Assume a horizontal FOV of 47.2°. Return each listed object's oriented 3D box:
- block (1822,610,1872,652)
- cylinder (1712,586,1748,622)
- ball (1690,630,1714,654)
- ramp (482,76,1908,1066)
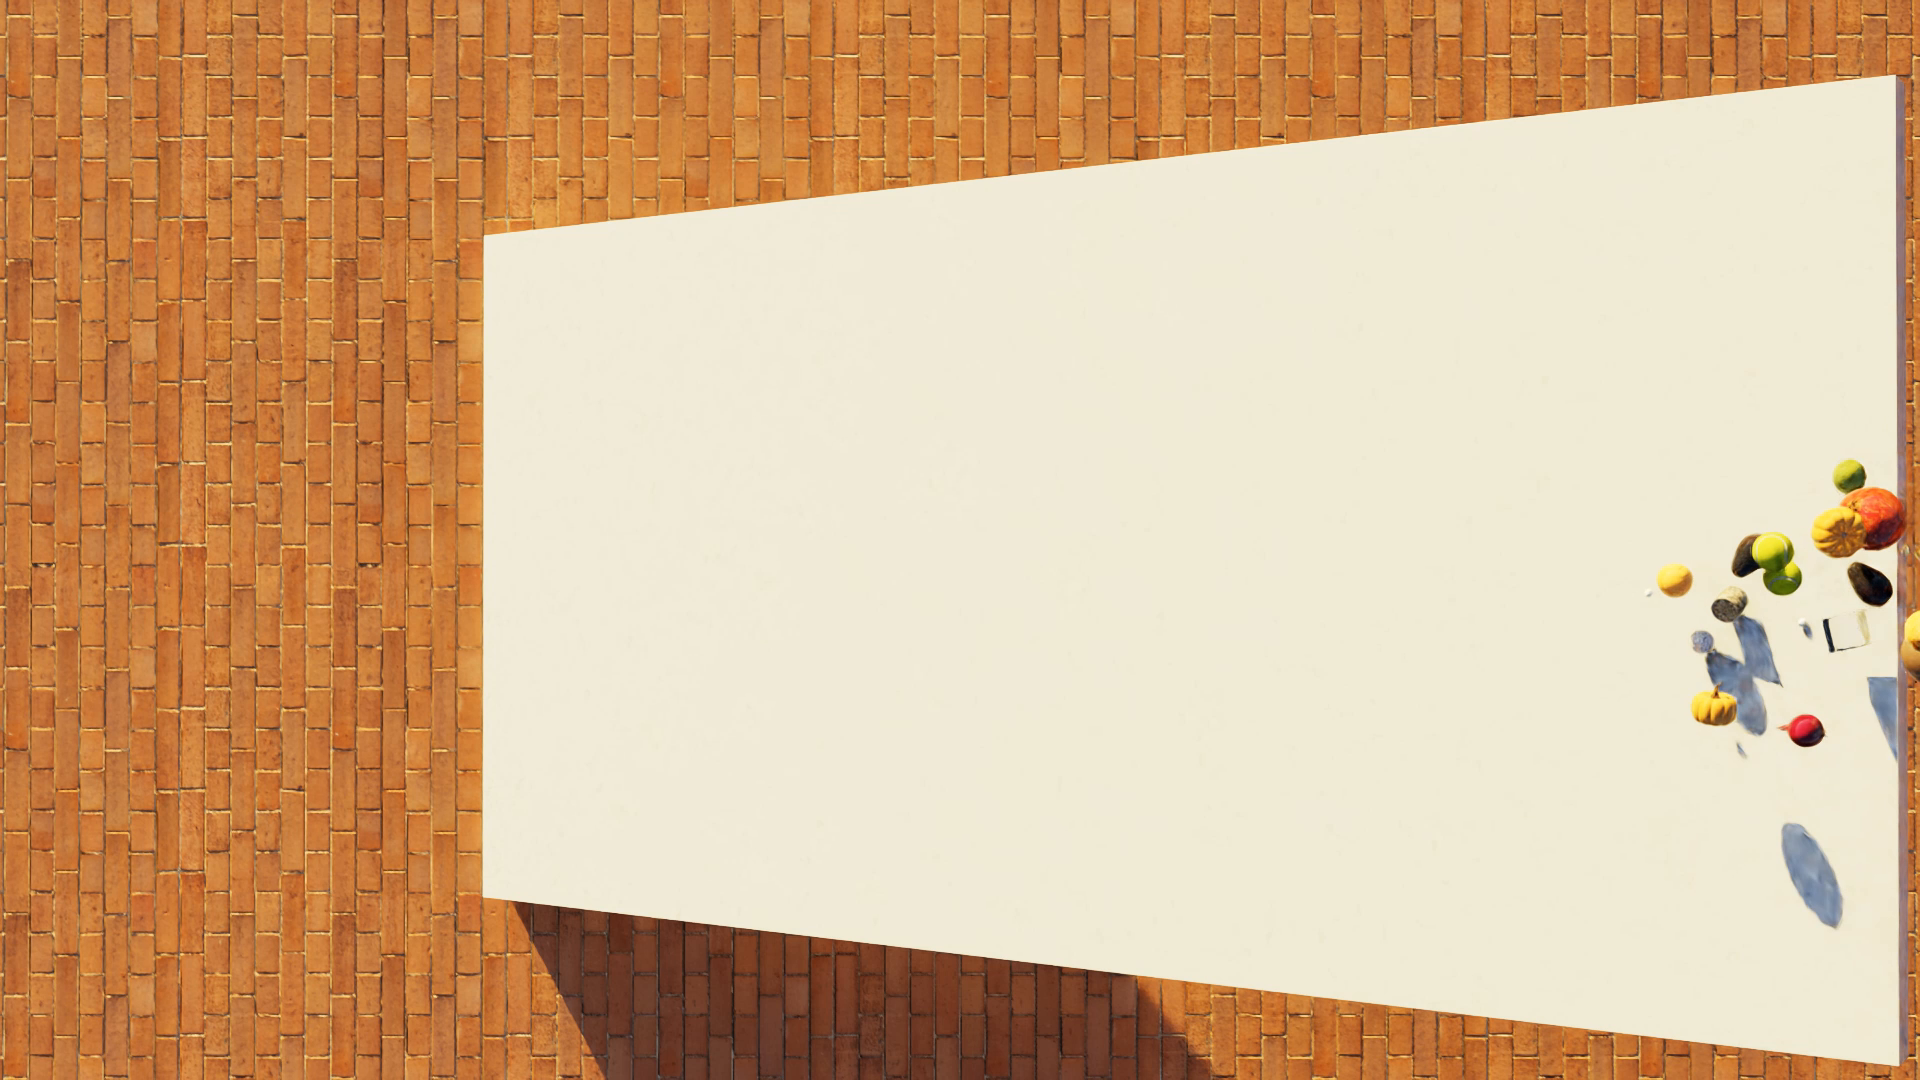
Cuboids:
[{"bbox_3d":[1.776,0.183,4.402,0.067,0.067,0.067,-15,86,36],"label":"block"},{"bbox_3d":[1.602,0.134,4.575,0.057,0.057,0.057,-36,89,-41],"label":"cylinder"},{"bbox_3d":[1.557,0.213,4.614,0.052,0.052,0.052,0,90,0],"label":"ball"},{"bbox_3d":[0.253,0.070,5.585,4.000,0.100,2.000,0,89,34],"label":"ramp"}]
